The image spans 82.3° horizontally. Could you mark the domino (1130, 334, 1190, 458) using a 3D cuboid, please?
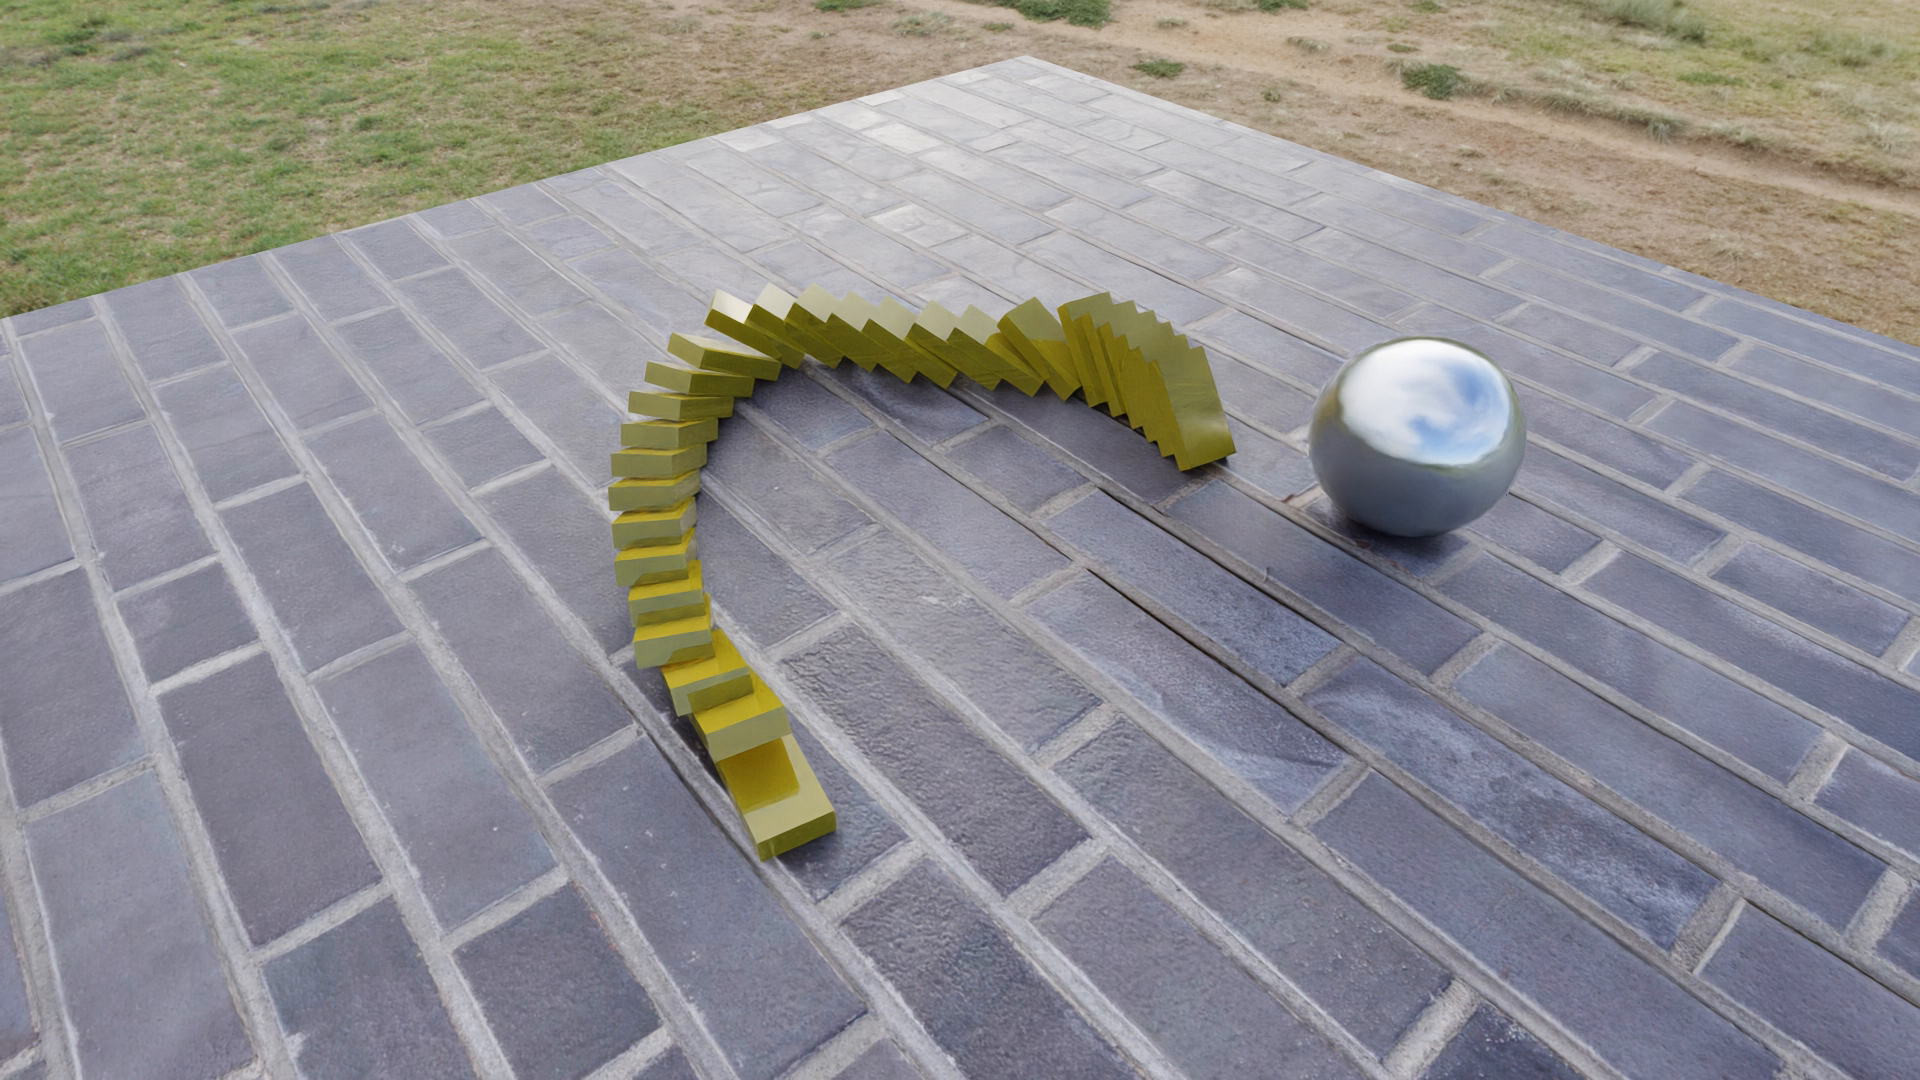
[{"bbox_3d":[0.096,-0.065,0.496,0.025,0.050,0.010,-19,2,-21],"label":"domino"}]

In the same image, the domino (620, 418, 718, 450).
[{"bbox_3d":[-0.127,-0.048,0.484,0.025,0.009,0.050,5,11,6],"label":"domino"}]

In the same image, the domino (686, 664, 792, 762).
[{"bbox_3d":[-0.074,0.055,0.359,0.025,0.009,0.050,-19,16,-20],"label":"domino"}]

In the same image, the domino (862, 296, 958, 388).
[{"bbox_3d":[-0.022,-0.098,0.544,0.050,0.010,0.025,34,42,-7],"label":"domino"}]

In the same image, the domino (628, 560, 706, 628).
[{"bbox_3d":[-0.107,0.019,0.403,0.025,0.010,0.050,-9,13,-12],"label":"domino"}]

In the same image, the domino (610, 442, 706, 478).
[{"bbox_3d":[-0.127,-0.034,0.468,0.025,0.009,0.050,2,11,3],"label":"domino"}]

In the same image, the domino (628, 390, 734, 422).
[{"bbox_3d":[-0.126,-0.062,0.501,0.025,0.009,0.050,11,11,13],"label":"domino"}]

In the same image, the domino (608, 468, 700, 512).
[{"bbox_3d":[-0.125,-0.021,0.451,0.025,0.009,0.050,-1,11,-1],"label":"domino"}]

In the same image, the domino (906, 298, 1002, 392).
[{"bbox_3d":[0.001,-0.096,0.543,0.050,0.010,0.025,32,42,-5],"label":"domino"}]

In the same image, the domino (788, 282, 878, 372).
[{"bbox_3d":[-0.060,-0.107,0.555,0.050,0.010,0.025,34,39,-7],"label":"domino"}]

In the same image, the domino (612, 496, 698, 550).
[{"bbox_3d":[-0.120,-0.007,0.435,0.025,0.010,0.050,-5,12,-6],"label":"domino"}]

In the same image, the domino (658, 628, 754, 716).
[{"bbox_3d":[-0.088,0.044,0.373,0.025,0.010,0.050,-16,15,-18],"label":"domino"}]

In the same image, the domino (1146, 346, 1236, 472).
[{"bbox_3d":[0.103,-0.058,0.487,0.025,0.050,0.009,-19,2,-21],"label":"domino"}]

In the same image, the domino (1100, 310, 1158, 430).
[{"bbox_3d":[0.085,-0.080,0.513,0.025,0.050,0.010,-19,2,-22],"label":"domino"}]

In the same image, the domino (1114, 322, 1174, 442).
[{"bbox_3d":[0.091,-0.073,0.505,0.025,0.050,0.010,-19,2,-21],"label":"domino"}]

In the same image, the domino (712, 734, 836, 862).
[{"bbox_3d":[-0.061,0.076,0.351,0.025,0.010,0.050,-19,43,-22],"label":"domino"}]

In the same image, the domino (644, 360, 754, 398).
[{"bbox_3d":[-0.121,-0.075,0.516,0.025,0.010,0.050,18,12,20],"label":"domino"}]

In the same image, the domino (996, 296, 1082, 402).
[{"bbox_3d":[0.044,-0.094,0.537,0.050,0.010,0.025,49,51,5],"label":"domino"}]

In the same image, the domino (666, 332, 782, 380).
[{"bbox_3d":[-0.113,-0.089,0.532,0.025,0.010,0.050,30,17,31],"label":"domino"}]

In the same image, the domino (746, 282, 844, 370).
[{"bbox_3d":[-0.080,-0.108,0.556,0.050,0.009,0.025,30,36,-12],"label":"domino"}]

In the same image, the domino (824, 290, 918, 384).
[{"bbox_3d":[-0.040,-0.101,0.549,0.050,0.009,0.025,34,42,-7],"label":"domino"}]

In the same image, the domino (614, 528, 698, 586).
[{"bbox_3d":[-0.115,0.006,0.419,0.025,0.010,0.050,-6,13,-8],"label":"domino"}]

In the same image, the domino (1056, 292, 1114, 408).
[{"bbox_3d":[0.067,-0.091,0.528,0.025,0.050,0.009,-19,2,-22],"label":"domino"}]

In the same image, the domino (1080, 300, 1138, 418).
[{"bbox_3d":[0.077,-0.086,0.521,0.025,0.050,0.010,-19,2,-22],"label":"domino"}]

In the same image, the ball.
[{"bbox_3d":[0.180,-0.041,0.438,0.080,0.080,0.080,0,39,0],"label":"ball"}]

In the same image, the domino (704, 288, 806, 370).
[{"bbox_3d":[-0.102,-0.106,0.552,0.050,0.010,0.025,25,29,-21],"label":"domino"}]

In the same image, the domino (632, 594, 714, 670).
[{"bbox_3d":[-0.100,0.031,0.388,0.025,0.009,0.050,-9,13,-11],"label":"domino"}]

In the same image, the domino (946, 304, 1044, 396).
[{"bbox_3d":[0.020,-0.093,0.539,0.050,0.010,0.025,33,42,-6],"label":"domino"}]
